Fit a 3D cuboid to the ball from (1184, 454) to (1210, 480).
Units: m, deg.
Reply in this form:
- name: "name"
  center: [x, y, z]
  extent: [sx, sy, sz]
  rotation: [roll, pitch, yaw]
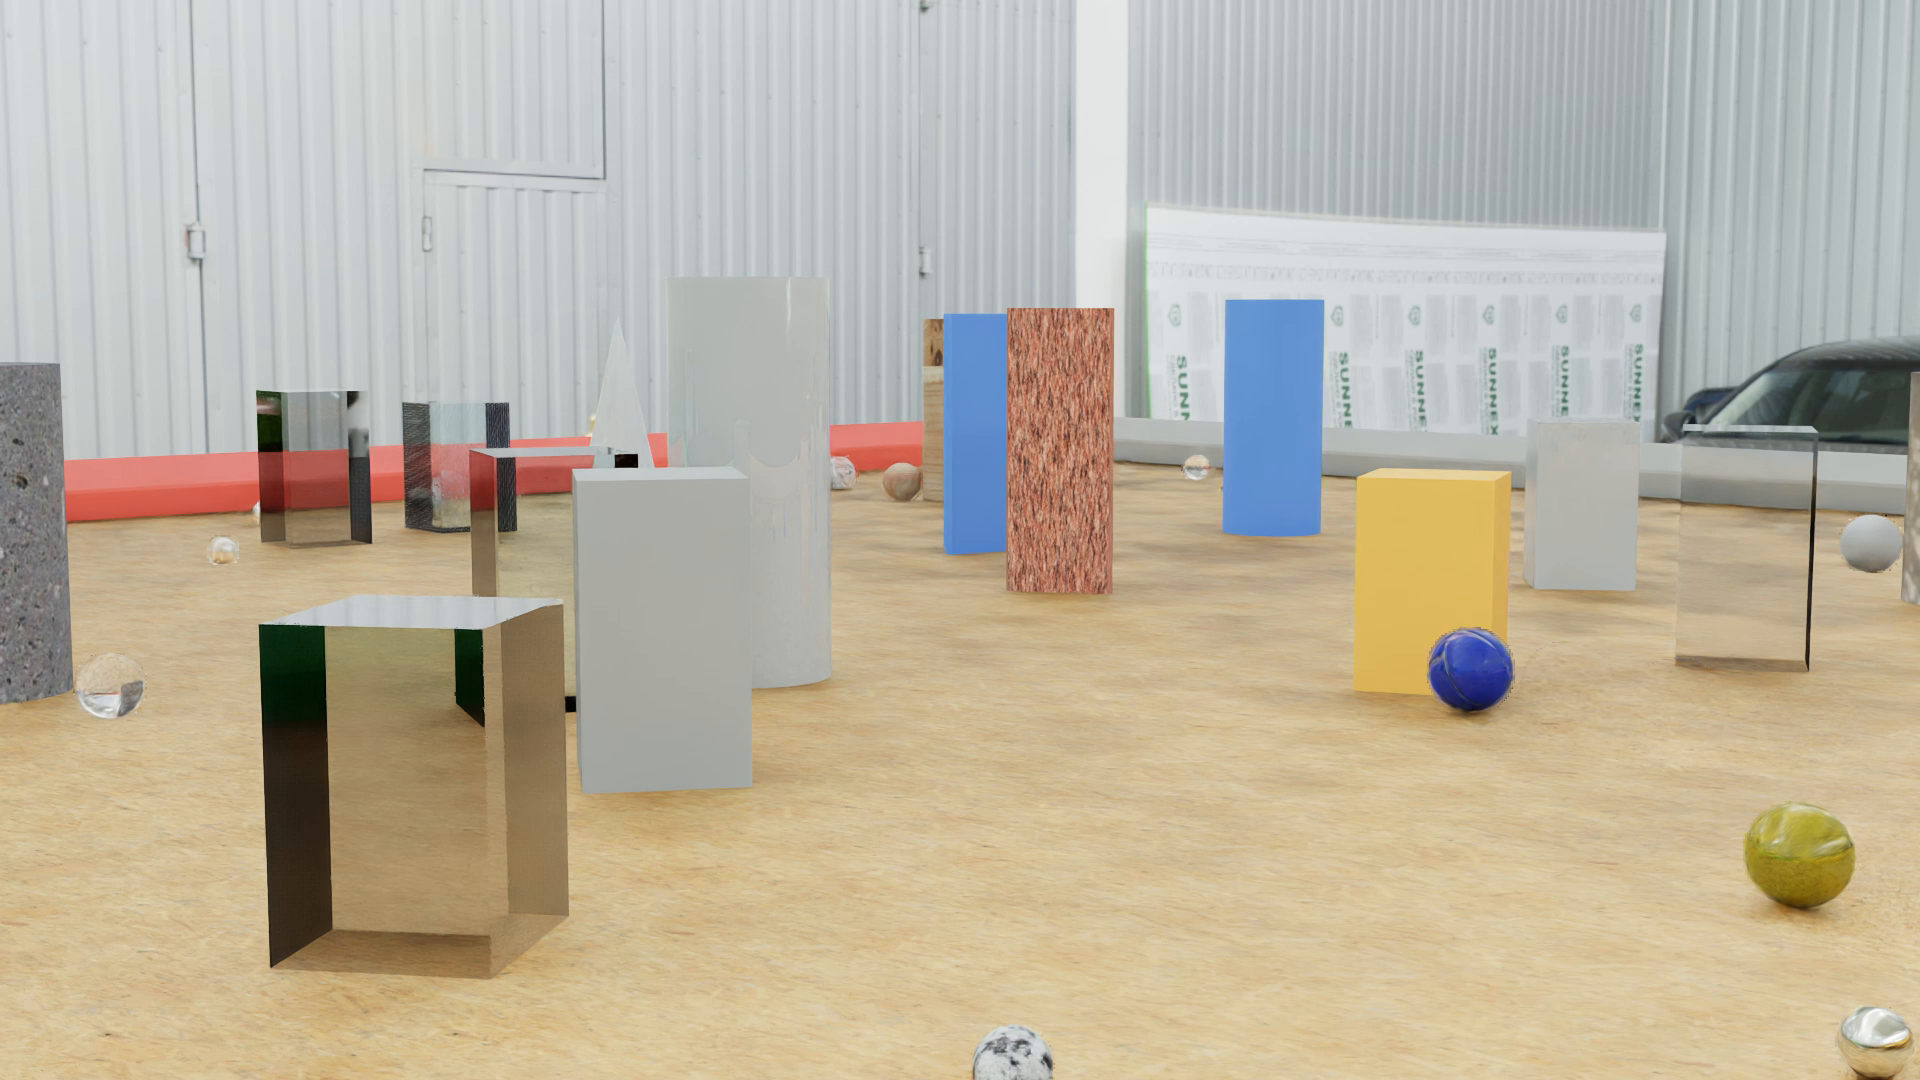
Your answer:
- name: "ball"
  center: [0.621, -0.191, 5.764]
  extent: [0.070, 0.070, 0.070]
  rotation: [0, 6, 0]

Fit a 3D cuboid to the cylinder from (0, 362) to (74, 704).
- name: "cylinder"
  center: [-1.142, -0.012, 2.552]
  extent: [0.196, 0.382, 0.196]
  rotation: [0, 6, 0]

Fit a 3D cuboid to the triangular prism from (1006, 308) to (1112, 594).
- name: "triangular prism"
  center: [0.176, -0.147, 3.529]
  extent: [0.170, 0.448, 0.147]
  rotation: [2, 6, 16]

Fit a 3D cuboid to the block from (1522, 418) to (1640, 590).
- name: "block"
  center: [1.008, -0.061, 3.574]
  extent: [0.157, 0.267, 0.157]
  rotation: [1, 6, 8]

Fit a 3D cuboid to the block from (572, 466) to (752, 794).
- name: "block"
  center: [-0.287, 0.081, 2.106]
  extent: [0.157, 0.290, 0.157]
  rotation: [-1, 6, -11]

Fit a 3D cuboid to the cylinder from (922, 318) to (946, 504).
- name: "cylinder"
  center: [0.010, -0.305, 5.153]
  extent: [0.196, 0.424, 0.196]
  rotation: [0, 6, 0]

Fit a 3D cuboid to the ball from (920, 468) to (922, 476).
- name: "ball"
  center: [-0.052, -0.166, 5.418]
  extent: [0.093, 0.093, 0.093]
  rotation: [0, 6, 0]

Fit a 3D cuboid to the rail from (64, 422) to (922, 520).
- name: "rail"
  center: [-1.509, -0.137, 4.958]
  extent: [5.040, 0.128, 0.045]
  rotation: [-5, 8, -42]

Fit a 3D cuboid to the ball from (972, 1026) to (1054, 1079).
- name: "ball"
  center: [0.030, 0.295, 1.231]
  extent: [0.046, 0.046, 0.046]
  rotation: [0, 6, 0]

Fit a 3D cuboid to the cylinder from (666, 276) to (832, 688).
- name: "cylinder"
  center: [-0.255, -0.075, 2.667]
  extent: [0.196, 0.483, 0.196]
  rotation: [0, 6, 0]

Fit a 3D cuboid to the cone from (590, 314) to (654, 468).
- name: "cone"
  center: [-0.611, -0.188, 3.944]
  extent: [0.196, 0.441, 0.196]
  rotation: [0, 6, 0]

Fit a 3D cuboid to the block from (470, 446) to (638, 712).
- name: "block"
  center: [-0.461, 0.042, 2.499]
  extent: [0.157, 0.286, 0.157]
  rotation: [-3, 6, -23]

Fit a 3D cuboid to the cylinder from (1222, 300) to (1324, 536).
- name: "cylinder"
  center: [0.628, -0.248, 4.409]
  extent: [0.196, 0.465, 0.196]
  rotation: [0, 6, 0]

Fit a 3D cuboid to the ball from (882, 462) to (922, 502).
- name: "ball"
  center: [-0.135, -0.136, 5.136]
  extent: [0.091, 0.091, 0.091]
  rotation: [0, 6, 0]

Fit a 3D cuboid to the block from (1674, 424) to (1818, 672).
- name: "block"
  center: [0.995, 0.006, 2.790]
  extent: [0.157, 0.296, 0.157]
  rotation: [2, 6, 18]

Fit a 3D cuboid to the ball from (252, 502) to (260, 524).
- name: "ball"
  center: [-1.438, -0.056, 4.550]
  extent: [0.053, 0.053, 0.053]
  rotation: [0, 6, 0]

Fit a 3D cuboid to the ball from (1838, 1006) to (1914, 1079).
- name: "ball"
  center: [0.532, 0.292, 1.278]
  extent: [0.042, 0.042, 0.042]
  rotation: [0, 6, 0]

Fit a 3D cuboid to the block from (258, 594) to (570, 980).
- name: "block"
  center: [-0.378, 0.167, 1.544]
  extent: [0.157, 0.236, 0.157]
  rotation: [1, 6, 9]

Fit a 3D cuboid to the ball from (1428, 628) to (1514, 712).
- name: "ball"
  center: [0.568, 0.145, 2.444]
  extent: [0.092, 0.092, 0.092]
  rotation: [0, 6, 0]

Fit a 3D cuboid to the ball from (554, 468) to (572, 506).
- name: "ball"
  center: [-0.883, -0.123, 5.028]
  extent: [0.088, 0.088, 0.088]
  rotation: [0, 6, 0]

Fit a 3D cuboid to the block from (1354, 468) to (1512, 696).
- name: "block"
  center: [0.563, 0.047, 2.616]
  extent: [0.157, 0.251, 0.157]
  rotation: [2, 6, 20]

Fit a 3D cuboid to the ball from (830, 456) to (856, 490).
- name: "ball"
  center: [-0.300, -0.166, 5.460]
  extent: [0.083, 0.083, 0.083]
  rotation: [0, 6, 0]

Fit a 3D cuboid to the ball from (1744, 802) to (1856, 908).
- name: "ball"
  center: [0.627, 0.236, 1.643]
  extent: [0.078, 0.078, 0.078]
  rotation: [0, 6, 0]

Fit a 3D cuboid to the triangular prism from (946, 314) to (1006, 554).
- name: "triangular prism"
  center: [0.012, -0.202, 4.100]
  extent: [0.170, 0.438, 0.147]
  rotation: [-4, 7, -33]

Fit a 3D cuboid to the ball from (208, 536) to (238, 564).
- name: "ball"
  center: [-1.292, 0.019, 3.856]
  extent: [0.050, 0.050, 0.050]
  rotation: [0, 6, 0]

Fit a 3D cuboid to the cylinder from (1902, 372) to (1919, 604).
- name: "cylinder"
  center: [1.546, -0.079, 3.346]
  extent: [0.196, 0.349, 0.196]
  rotation: [0, 6, 0]

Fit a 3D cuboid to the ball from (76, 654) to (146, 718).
- name: "ball"
  center: [-0.928, 0.159, 2.402]
  extent: [0.072, 0.072, 0.072]
  rotation: [0, 6, 0]

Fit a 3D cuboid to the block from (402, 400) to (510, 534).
- name: "block"
  center: [-1.027, -0.152, 4.490]
  extent: [0.157, 0.258, 0.157]
  rotation: [-5, 8, -41]

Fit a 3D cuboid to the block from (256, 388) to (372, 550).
- name: "block"
  center: [-1.233, -0.139, 4.198]
  extent: [0.157, 0.293, 0.157]
  rotation: [-5, 8, -38]

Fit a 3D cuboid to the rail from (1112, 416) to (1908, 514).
- name: "rail"
  center: [1.835, -0.143, 5.016]
  extent: [0.045, 0.128, 4.497]
  rotation: [-5, 8, -42]

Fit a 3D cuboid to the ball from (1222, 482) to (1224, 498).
- name: "ball"
  center: [0.631, -0.113, 4.955]
  extent: [0.083, 0.083, 0.083]
  rotation: [0, 6, 0]

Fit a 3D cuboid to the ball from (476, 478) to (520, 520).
- name: "ball"
  center: [-0.982, -0.087, 4.671]
  extent: [0.091, 0.091, 0.091]
  rotation: [0, 6, 0]

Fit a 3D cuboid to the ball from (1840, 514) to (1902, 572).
- name: "ball"
  center: [1.550, 0.006, 3.742]
  extent: [0.098, 0.098, 0.098]
  rotation: [0, 6, 0]
